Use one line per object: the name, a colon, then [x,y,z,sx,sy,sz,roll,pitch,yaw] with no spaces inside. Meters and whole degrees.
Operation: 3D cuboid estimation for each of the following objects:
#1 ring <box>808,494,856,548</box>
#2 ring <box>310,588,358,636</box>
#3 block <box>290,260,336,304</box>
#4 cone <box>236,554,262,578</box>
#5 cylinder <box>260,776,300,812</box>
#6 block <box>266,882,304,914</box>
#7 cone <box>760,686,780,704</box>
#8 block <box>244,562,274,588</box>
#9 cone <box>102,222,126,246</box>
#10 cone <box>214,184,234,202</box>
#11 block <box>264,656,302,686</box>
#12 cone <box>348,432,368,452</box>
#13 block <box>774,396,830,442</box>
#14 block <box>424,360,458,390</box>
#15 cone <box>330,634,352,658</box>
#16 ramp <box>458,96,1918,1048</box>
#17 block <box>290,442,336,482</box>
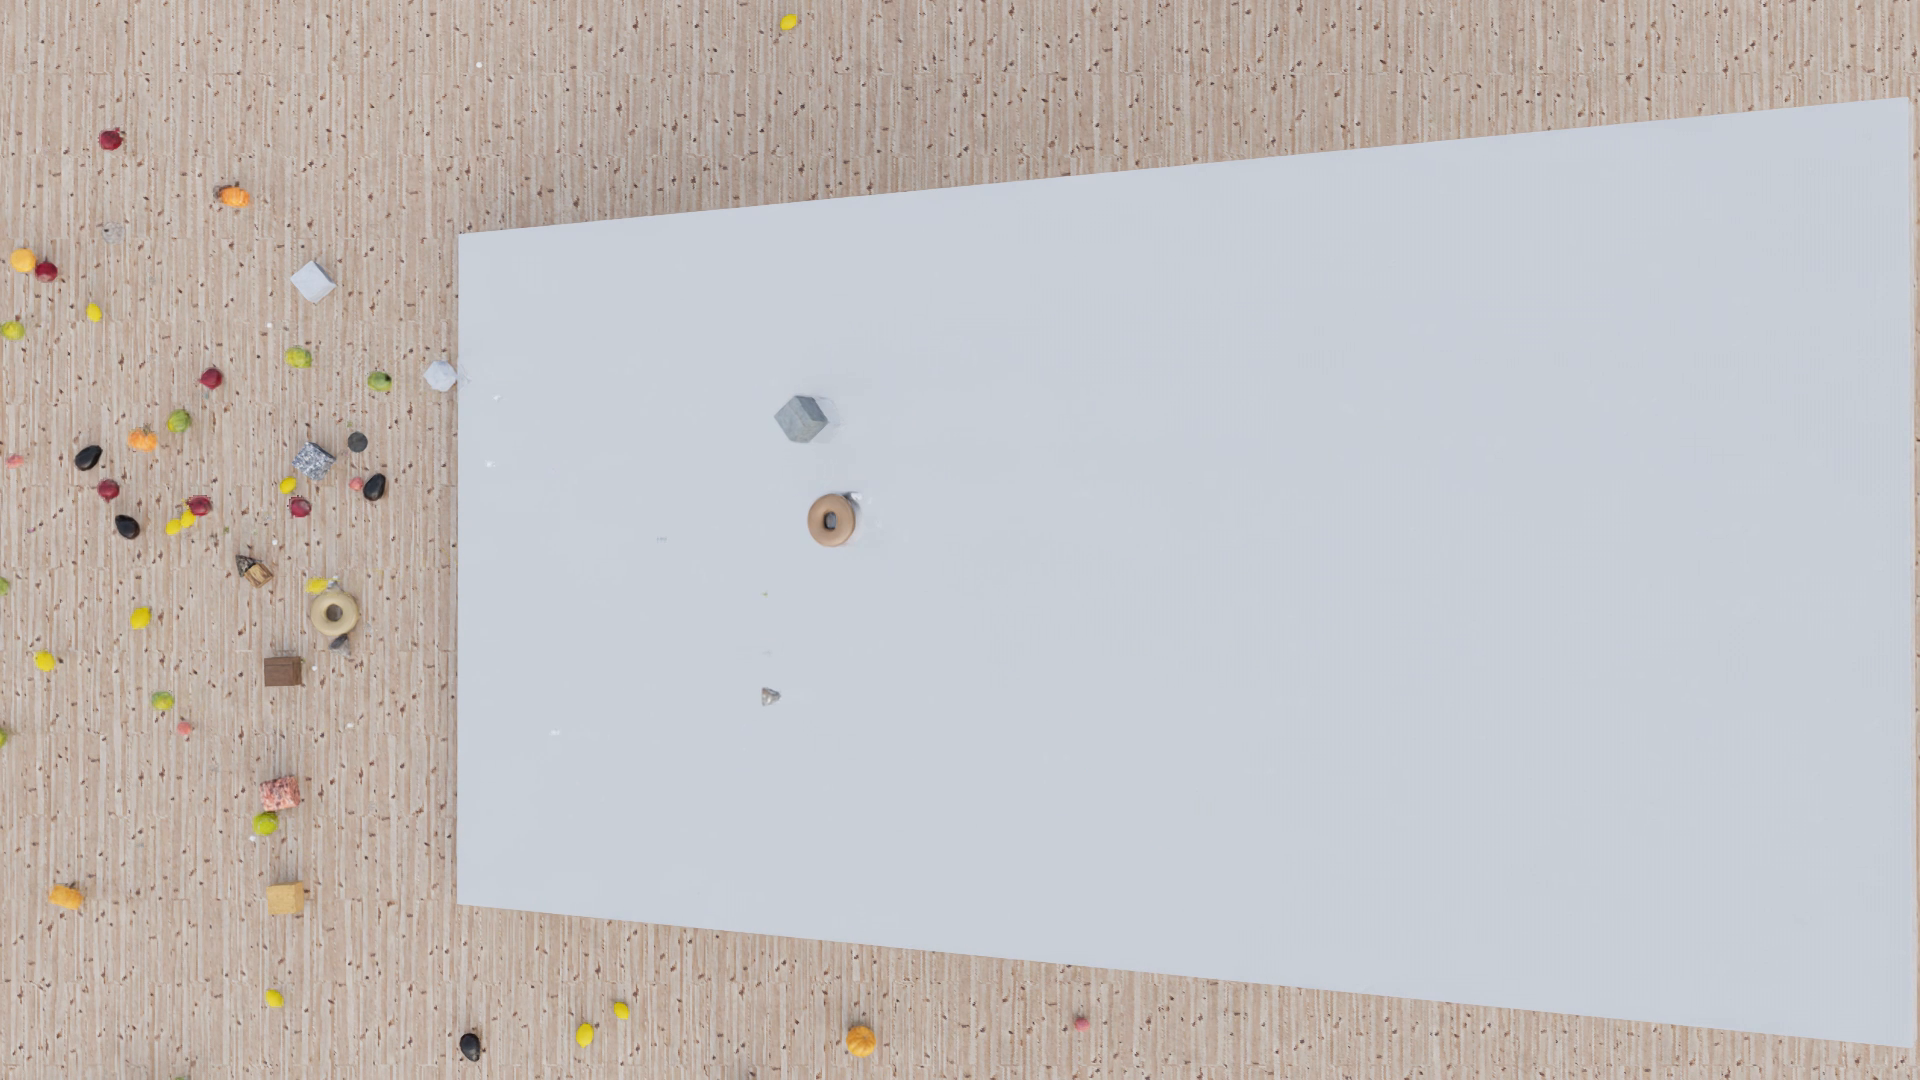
ring: [-0.345,-0.052,5.899,0.144,0.048,0.144,0,90,28]
ring: [-1.886,0.219,6.628,0.145,0.048,0.145,0,90,-1]
block: [-1.946,-0.776,6.619,0.085,0.085,0.085,-40,90,0]
cone: [-2.140,0.070,6.637,0.073,0.073,0.073,-14,89,-27]
cylinder: [-2.042,0.761,6.601,0.091,0.091,0.091,-11,89,0]
block: [-2.025,1.074,6.602,0.083,0.083,0.083,-4,89,0]
cone: [-0.511,0.428,6.000,0.052,0.052,0.052,10,89,23]
block: [-2.113,0.107,6.626,0.055,0.055,0.055,-40,90,0]
cone: [-2.565,-0.930,6.627,0.072,0.072,0.072,0,89,0]
cone: [-2.242,-1.060,6.651,0.060,0.060,0.060,34,89,27]
block: [-2.035,0.395,6.608,0.085,0.085,0.085,-2,89,0]
cone: [-1.824,-0.296,6.626,0.062,0.062,0.062,0,89,0]
block: [-0.427,-0.325,5.923,0.088,0.088,0.088,-42,71,22]
block: [-1.550,-0.490,6.566,0.060,0.060,0.060,-44,69,22]
cone: [-1.856,0.332,6.636,0.067,0.067,0.067,-33,118,0]
ramp: [0.273,0.076,5.638,4.000,0.100,2.000,0,89,29]
block: [-1.943,-0.236,6.615,0.083,0.083,0.083,36,90,0]
